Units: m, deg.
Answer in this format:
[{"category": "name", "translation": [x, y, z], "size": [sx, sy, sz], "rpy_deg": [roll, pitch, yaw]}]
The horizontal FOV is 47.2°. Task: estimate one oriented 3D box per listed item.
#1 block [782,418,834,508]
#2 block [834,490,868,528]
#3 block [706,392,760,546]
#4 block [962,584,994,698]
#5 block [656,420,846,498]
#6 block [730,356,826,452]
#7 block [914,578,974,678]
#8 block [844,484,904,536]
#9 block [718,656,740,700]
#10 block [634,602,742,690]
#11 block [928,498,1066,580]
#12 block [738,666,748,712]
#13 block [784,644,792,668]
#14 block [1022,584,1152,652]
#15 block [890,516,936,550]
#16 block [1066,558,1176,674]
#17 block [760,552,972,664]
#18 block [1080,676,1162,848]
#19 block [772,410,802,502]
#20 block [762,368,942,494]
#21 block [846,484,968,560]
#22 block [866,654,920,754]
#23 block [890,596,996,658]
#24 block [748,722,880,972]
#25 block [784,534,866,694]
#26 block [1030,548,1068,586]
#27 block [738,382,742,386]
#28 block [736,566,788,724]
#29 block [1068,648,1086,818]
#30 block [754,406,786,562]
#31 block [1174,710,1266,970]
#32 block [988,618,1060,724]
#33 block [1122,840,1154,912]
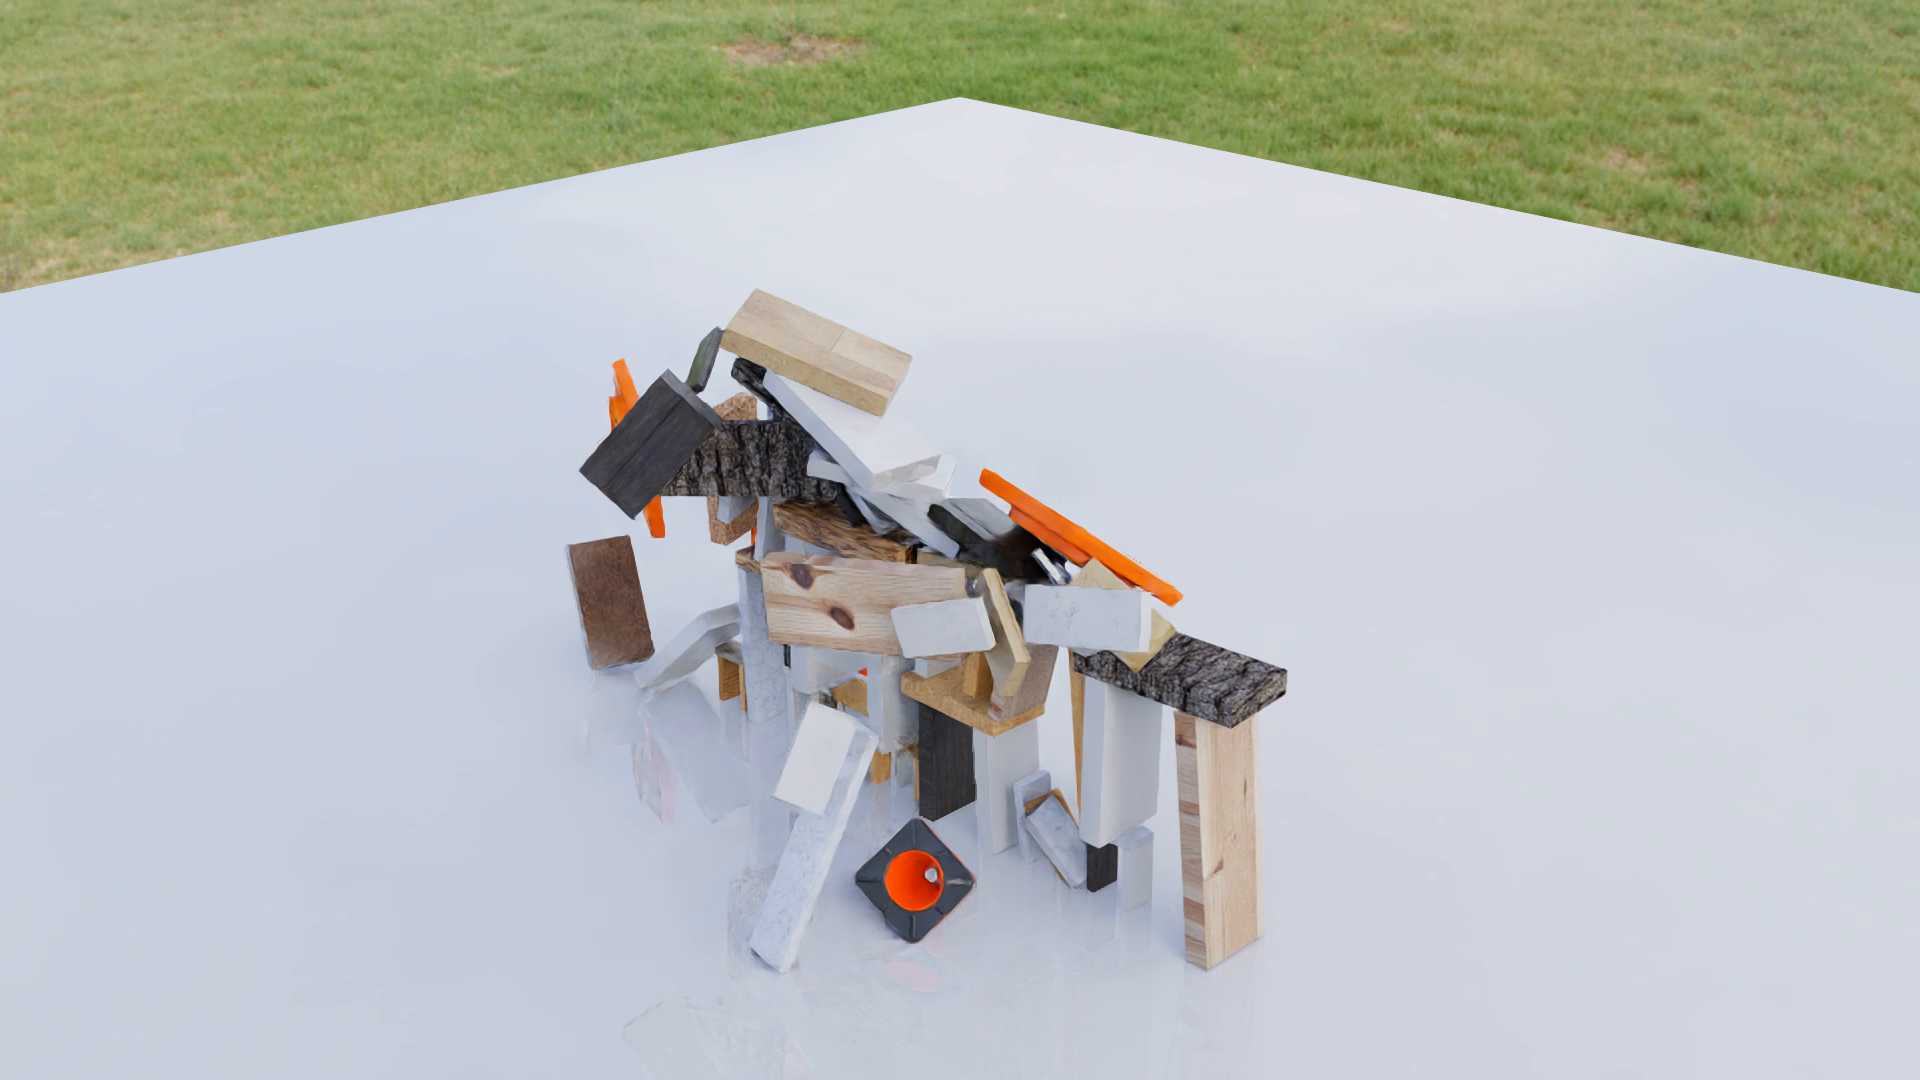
[{"category": "block", "translation": [-0.289, -0.182, 4.444], "size": [0.105, 0.210, 0.030], "rpy_deg": [-22, 13, -39]}, {"category": "block", "translation": [-0.224, -0.130, 4.390], "size": [0.105, 0.030, 0.210], "rpy_deg": [-22, 71, -39]}, {"category": "block", "translation": [-0.480, -0.150, 4.658], "size": [0.041, 0.292, 0.146], "rpy_deg": [14, 31, 29]}, {"category": "block", "translation": [0.066, 0.179, 4.211], "size": [0.032, 0.228, 0.114], "rpy_deg": [23, 26, 36]}, {"category": "block", "translation": [-0.430, -0.161, 4.345], "size": [0.405, 0.147, 0.042], "rpy_deg": [1, 13, 17]}, {"category": "block", "translation": [-0.284, -0.272, 4.219], "size": [0.293, 0.042, 0.147], "rpy_deg": [38, 41, 21]}, {"category": "block", "translation": [-0.029, 0.149, 4.313], "size": [0.032, 0.228, 0.114], "rpy_deg": [25, 29, 36]}, {"category": "block", "translation": [-0.172, -0.094, 4.347], "size": [0.089, 0.025, 0.177], "rpy_deg": [-20, 65, -39]}, {"category": "block", "translation": [-0.513, 0.299, 4.912], "size": [0.055, 0.111, 0.016], "rpy_deg": [-22, 32, -40]}, {"category": "block", "translation": [-0.585, 0.231, 4.875], "size": [0.146, 0.041, 0.314], "rpy_deg": [-16, -16, -44]}, {"category": "block", "translation": [0.067, -0.004, 4.124], "size": [0.132, 0.037, 0.264], "rpy_deg": [0, 26, -38]}, {"category": "block", "translation": [-0.461, 0.320, 4.865], "size": [0.016, 0.111, 0.055], "rpy_deg": [21, 31, 41]}, {"category": "block", "translation": [-0.329, 0.169, 4.659], "size": [0.096, 0.193, 0.027], "rpy_deg": [-21, 31, -39]}, {"category": "block", "translation": [0.220, 0.135, 3.836], "size": [0.258, 0.104, 0.029], "rpy_deg": [3, 1, 41]}, {"category": "block", "translation": [-0.088, -0.052, 4.287], "size": [0.187, 0.025, 0.089], "rpy_deg": [38, 32, 24]}, {"category": "block", "translation": [0.272, 0.131, 3.863], "size": [0.104, 0.029, 0.208], "rpy_deg": [-46, 57, -3]}, {"category": "block", "translation": [-0.175, 0.122, 4.052], "size": [0.397, 0.167, 0.047], "rpy_deg": [5, 23, 25]}, {"category": "block", "translation": [0.298, 0.380, 4.040], "size": [0.048, 0.340, 0.170], "rpy_deg": [21, 31, 38]}, {"category": "block", "translation": [-0.323, -0.184, 4.472], "size": [0.095, 0.190, 0.027], "rpy_deg": [-22, 22, -39]}, {"category": "block", "translation": [-0.204, -0.227, 4.129], "size": [0.167, 0.047, 0.333], "rpy_deg": [-18, 52, -40]}, {"category": "block", "translation": [-0.088, -0.075, 4.246], "size": [0.286, 0.037, 0.132], "rpy_deg": [35, 31, 14]}, {"category": "block", "translation": [-0.104, 0.216, 4.427], "size": [0.175, 0.411, 0.050], "rpy_deg": [-19, 29, -34]}, {"category": "block", "translation": [-0.031, 0.157, 3.942], "size": [0.184, 0.092, 0.026], "rpy_deg": [-7, 17, 33]}, {"category": "block", "translation": [-0.261, 0.539, 3.907], "size": [0.026, 0.471, 0.092], "rpy_deg": [7, 19, -47]}, {"category": "block", "translation": [-0.274, 0.128, 4.556], "size": [0.050, 0.350, 0.175], "rpy_deg": [20, 31, 39]}, {"category": "block", "translation": [0.165, 0.057, 3.997], "size": [0.013, 0.094, 0.047], "rpy_deg": [-39, 3, -7]}, {"category": "block", "translation": [-0.355, -0.318, 4.296], "size": [0.153, 0.022, 0.076], "rpy_deg": [10, 37, -14]}, {"category": "block", "translation": [-0.426, 0.216, 4.776], "size": [0.027, 0.369, 0.096], "rpy_deg": [20, 32, 40]}, {"category": "block", "translation": [0.263, 0.330, 4.118], "size": [0.035, 0.371, 0.124], "rpy_deg": [6, 15, 41]}, {"category": "block", "translation": [-0.368, -0.126, 4.563], "size": [0.095, 0.370, 0.027], "rpy_deg": [-20, 41, -40]}, {"category": "block", "translation": [0.467, 0.509, 3.929], "size": [0.170, 0.491, 0.048], "rpy_deg": [-21, 25, -41]}, {"category": "block", "translation": [0.129, 0.222, 4.129], "size": [0.124, 0.247, 0.035], "rpy_deg": [-22, 47, -38]}, {"category": "block", "translation": [0.333, 0.624, 4.121], "size": [0.066, 0.132, 0.019], "rpy_deg": [-21, 31, -40]}]
